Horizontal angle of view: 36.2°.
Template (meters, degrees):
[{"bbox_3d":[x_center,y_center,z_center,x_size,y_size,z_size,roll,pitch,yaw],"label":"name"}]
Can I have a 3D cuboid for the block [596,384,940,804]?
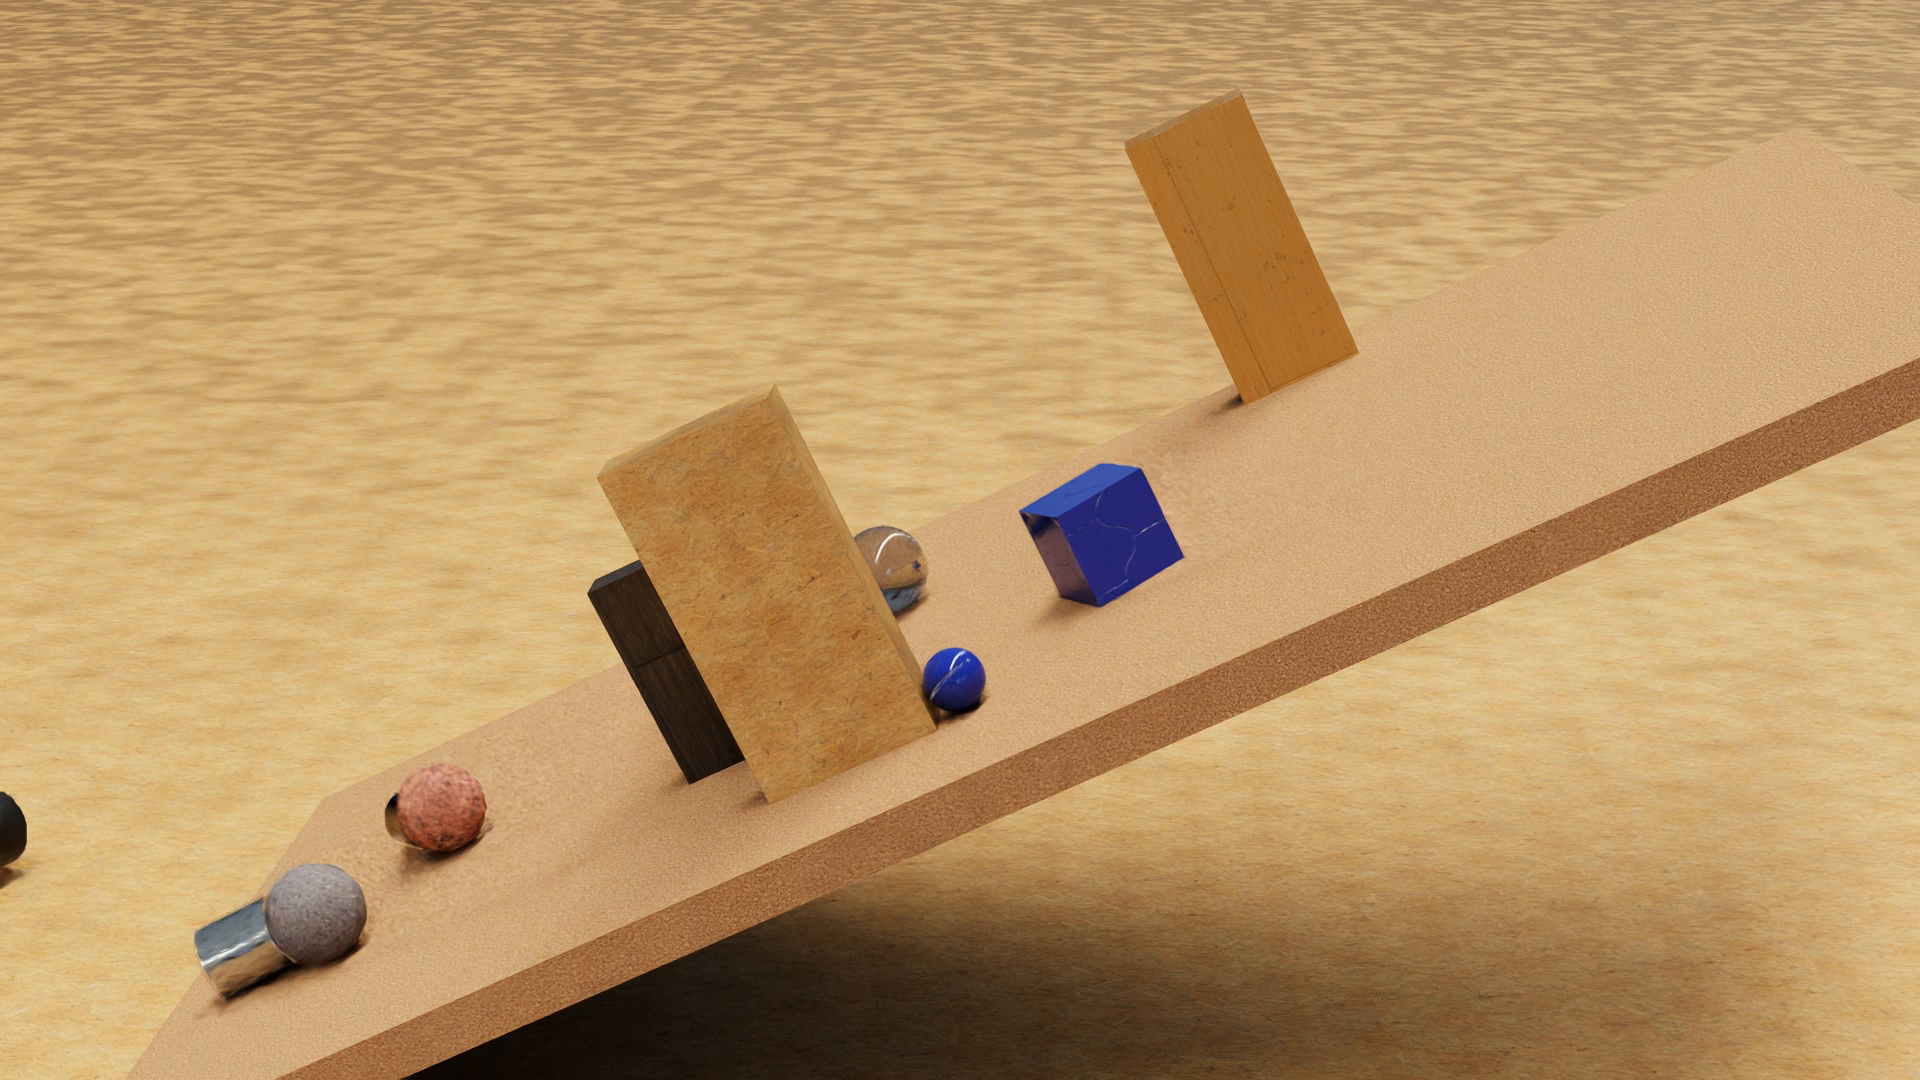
[{"bbox_3d":[-0.361,0.107,5.660,0.363,0.726,0.125,-24,13,9],"label":"block"}]

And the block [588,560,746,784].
[{"bbox_3d":[-0.470,0.209,6.064,0.421,0.457,0.101,-24,13,9],"label":"block"}]

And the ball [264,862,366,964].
[{"bbox_3d":[-1.339,0.775,6.115,0.207,0.207,0.207,0,16,0],"label":"ball"}]

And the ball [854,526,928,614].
[{"bbox_3d":[-0.172,0.068,6.596,0.200,0.200,0.200,0,16,0],"label":"ball"}]

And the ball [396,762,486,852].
[{"bbox_3d":[-1.142,0.589,6.470,0.197,0.197,0.197,0,16,0],"label":"ball"}]

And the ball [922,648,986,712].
[{"bbox_3d":[-0.011,0.270,5.686,0.125,0.125,0.125,0,16,0],"label":"ball"}]

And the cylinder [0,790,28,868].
[{"bbox_3d":[-2.444,0.737,7.227,0.210,0.210,0.210,5,15,18],"label":"cylinder"}]

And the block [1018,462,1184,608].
[{"bbox_3d":[0.288,-0.012,6.010,0.208,0.208,0.208,-30,14,-15],"label":"block"}]

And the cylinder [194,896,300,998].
[{"bbox_3d":[-1.503,0.859,6.204,0.160,0.160,0.160,-27,18,-1],"label":"cylinder"}]

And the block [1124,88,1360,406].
[{"bbox_3d":[0.657,-0.682,6.855,0.292,0.664,0.136,-24,13,9],"label":"block"}]

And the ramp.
[{"bbox_3d":[0.137,0.168,6.282,4.000,0.100,2.000,-24,13,9],"label":"ramp"}]
